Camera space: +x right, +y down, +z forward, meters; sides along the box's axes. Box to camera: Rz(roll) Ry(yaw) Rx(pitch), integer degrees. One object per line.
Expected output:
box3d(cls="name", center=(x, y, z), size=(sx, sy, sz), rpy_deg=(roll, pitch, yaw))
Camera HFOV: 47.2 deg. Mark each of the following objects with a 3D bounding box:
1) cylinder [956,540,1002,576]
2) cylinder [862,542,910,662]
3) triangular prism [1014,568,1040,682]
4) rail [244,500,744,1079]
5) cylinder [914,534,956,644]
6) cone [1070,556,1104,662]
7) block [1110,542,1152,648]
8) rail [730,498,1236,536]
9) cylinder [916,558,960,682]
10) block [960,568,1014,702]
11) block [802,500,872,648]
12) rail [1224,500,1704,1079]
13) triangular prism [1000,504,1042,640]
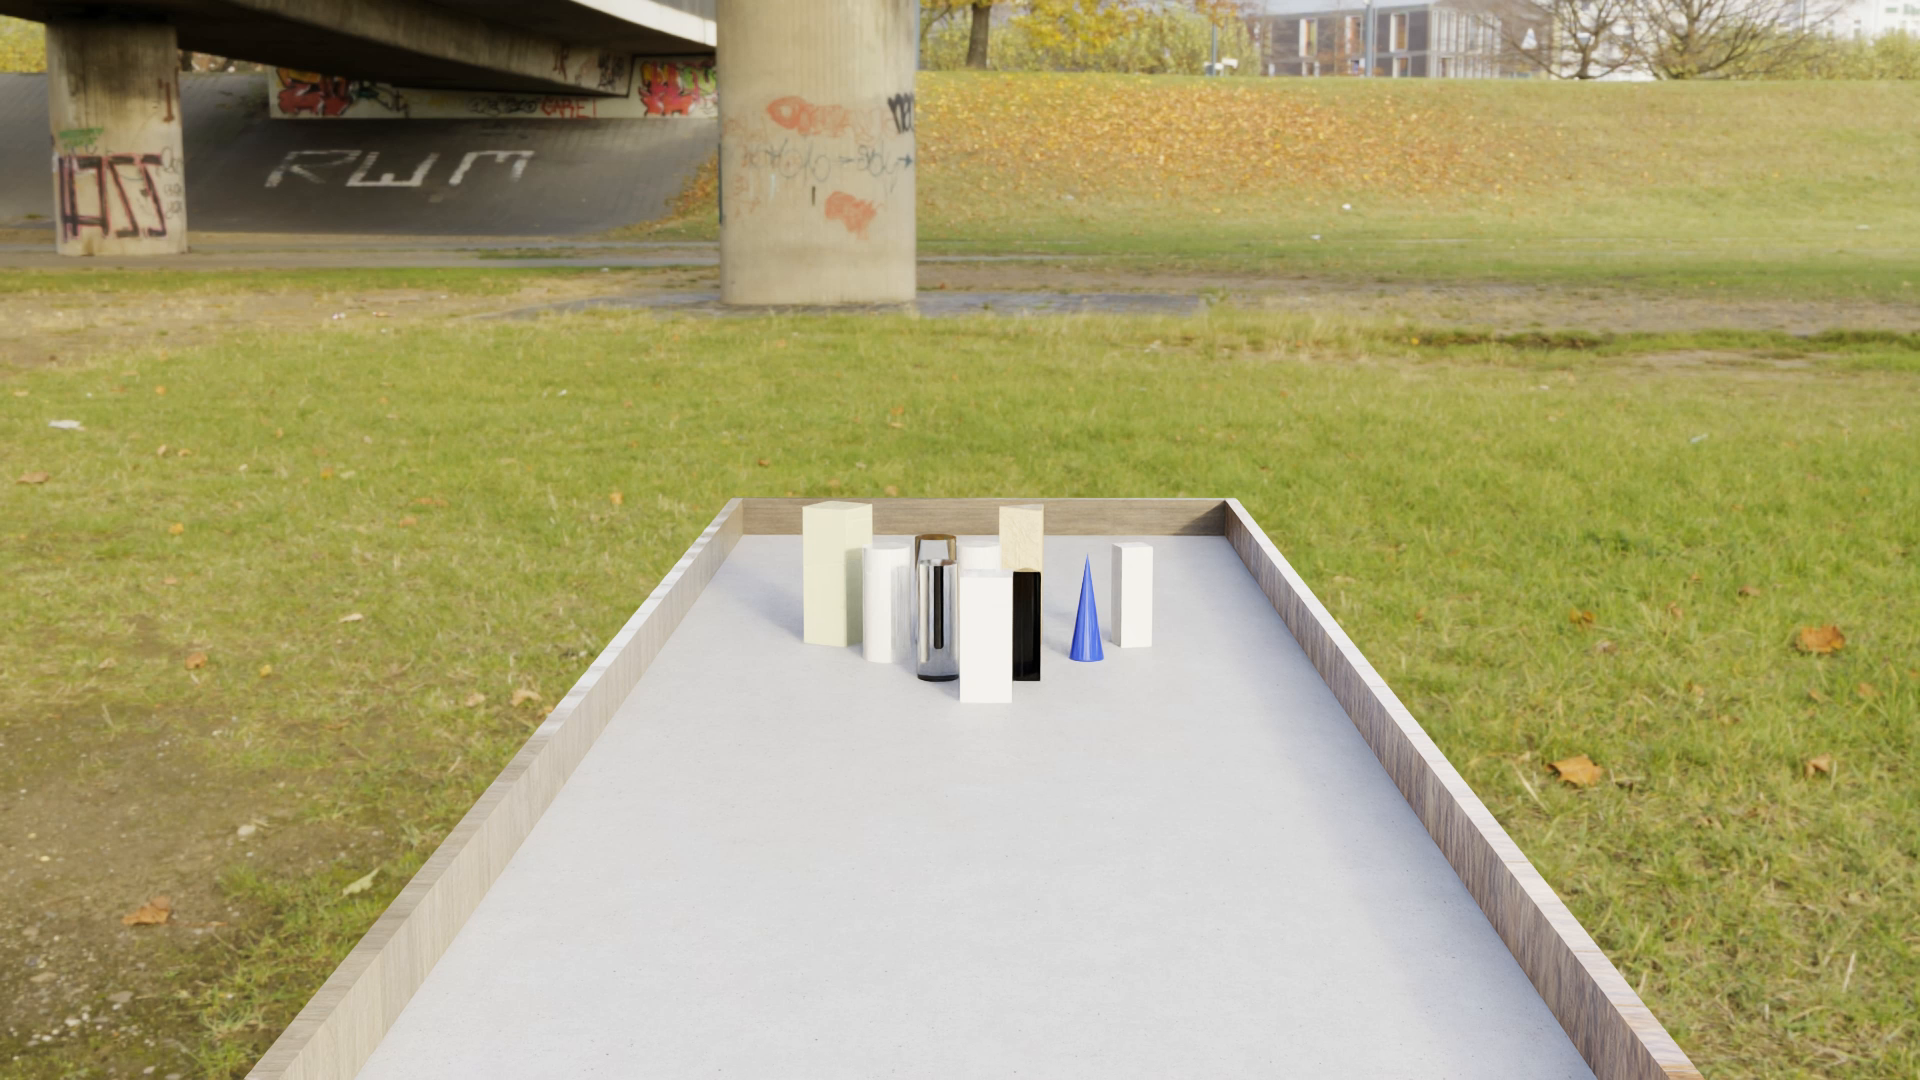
box3d(cls="cylinder", center=(0.056, 0.187, 6.706), size=(0.140, 0.353, 0.140), rpy_deg=(0, 9, 0))
box3d(cls="cylinder", center=(-0.224, 0.189, 6.710), size=(0.146, 0.346, 0.146), rpy_deg=(0, 9, 0))
box3d(cls="triangular prism", center=(0.193, 0.246, 6.425), size=(0.087, 0.324, 0.075), rpy_deg=(1, 9, 4))
box3d(cls="rail", center=(-1.004, 0.839, 3.234), size=(0.050, 0.150, 12.000), rpy_deg=(0, 9, 1))
box3d(cls="cylinder", center=(-0.077, 0.158, 6.938), size=(0.131, 0.337, 0.131), rpy_deg=(0, 9, 0))
box3d(cls="cone", center=(0.387, 0.199, 6.702), size=(0.108, 0.329, 0.108), rpy_deg=(0, 9, 0))
box3d(cls="block", center=(0.539, 0.172, 6.914), size=(0.100, 0.316, 0.100), rpy_deg=(-2, 9, -15))
box3d(cls="rail", center=(0.099, -0.098, 9.147), size=(2.100, 0.150, 0.050), rpy_deg=(0, 9, 1))
box3d(cls="cylinder", center=(-0.064, 0.234, 6.437), size=(0.123, 0.342, 0.123), rpy_deg=(0, 9, 0))
box3d(cls="block", center=(0.076, 0.268, 6.186), size=(0.144, 0.354, 0.144), rpy_deg=(0, 9, 3))
box3d(cls="block", center=(-0.386, 0.105, 6.960), size=(0.158, 0.433, 0.158), rpy_deg=(5, 10, 29))
box3d(cls="rail", center=(1.046, 0.843, 3.208), size=(0.050, 0.150, 12.000), rpy_deg=(0, 9, 1))
box3d(cls="triangular prism", center=(0.225, 0.106, 6.968), size=(0.153, 0.430, 0.133), rpy_deg=(6, 11, 34))
